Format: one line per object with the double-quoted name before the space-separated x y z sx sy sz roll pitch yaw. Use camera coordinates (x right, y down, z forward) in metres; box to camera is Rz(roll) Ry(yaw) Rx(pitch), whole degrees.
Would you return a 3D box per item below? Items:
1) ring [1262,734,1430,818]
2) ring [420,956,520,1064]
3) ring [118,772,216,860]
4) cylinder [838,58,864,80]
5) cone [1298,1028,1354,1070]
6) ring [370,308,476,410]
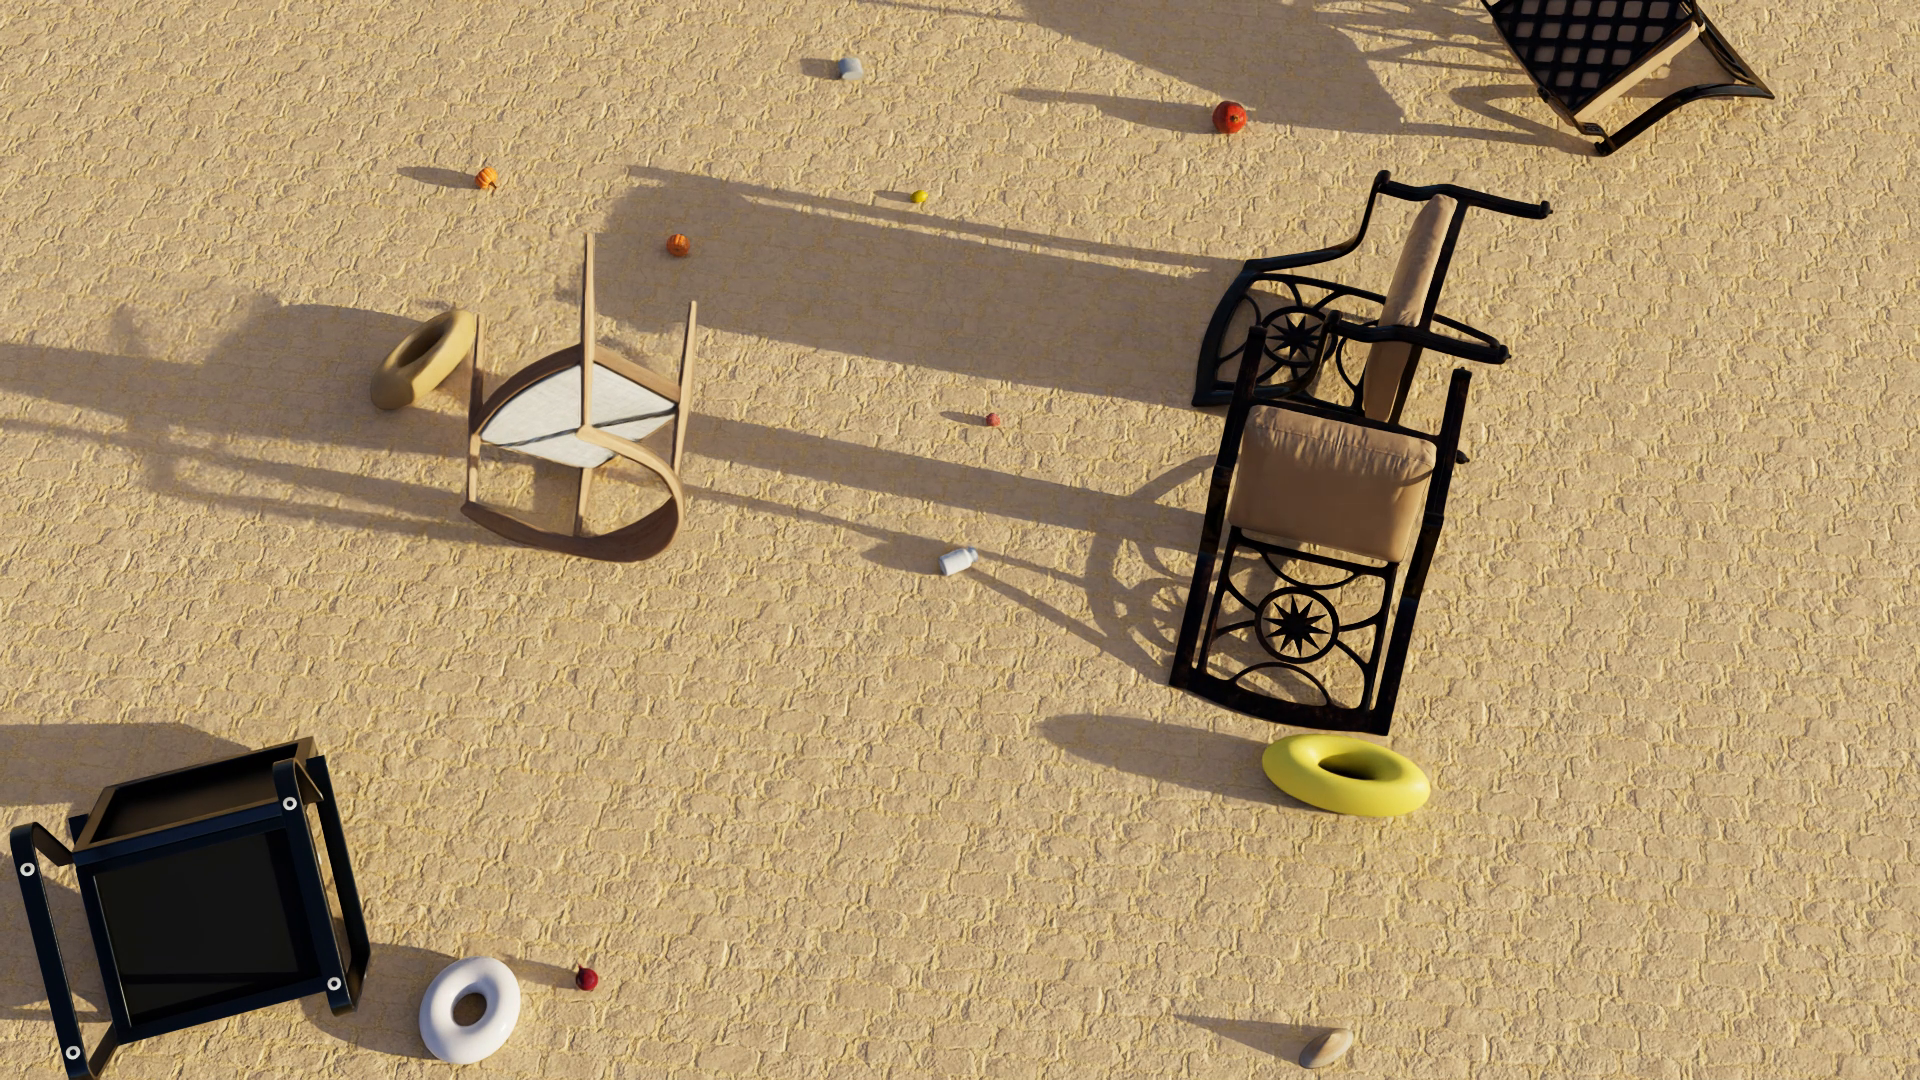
"ring" 1.060 0.647 6.047 0.465 0.159 0.194 12 55 7
"ring" -1.271 1.218 5.704 0.257 0.089 0.297 11 56 8
"ring" -2.178 0.755 6.039 0.188 0.048 0.308 34 63 20
"cylinder" -0.380 -1.639 7.650 0.076 0.039 0.071 -6 56 -13
"cone" 0.948 1.289 5.650 0.169 0.098 0.076 -27 60 -17
"ring" -1.674 -0.564 6.866 0.150 0.147 0.435 30 60 22
